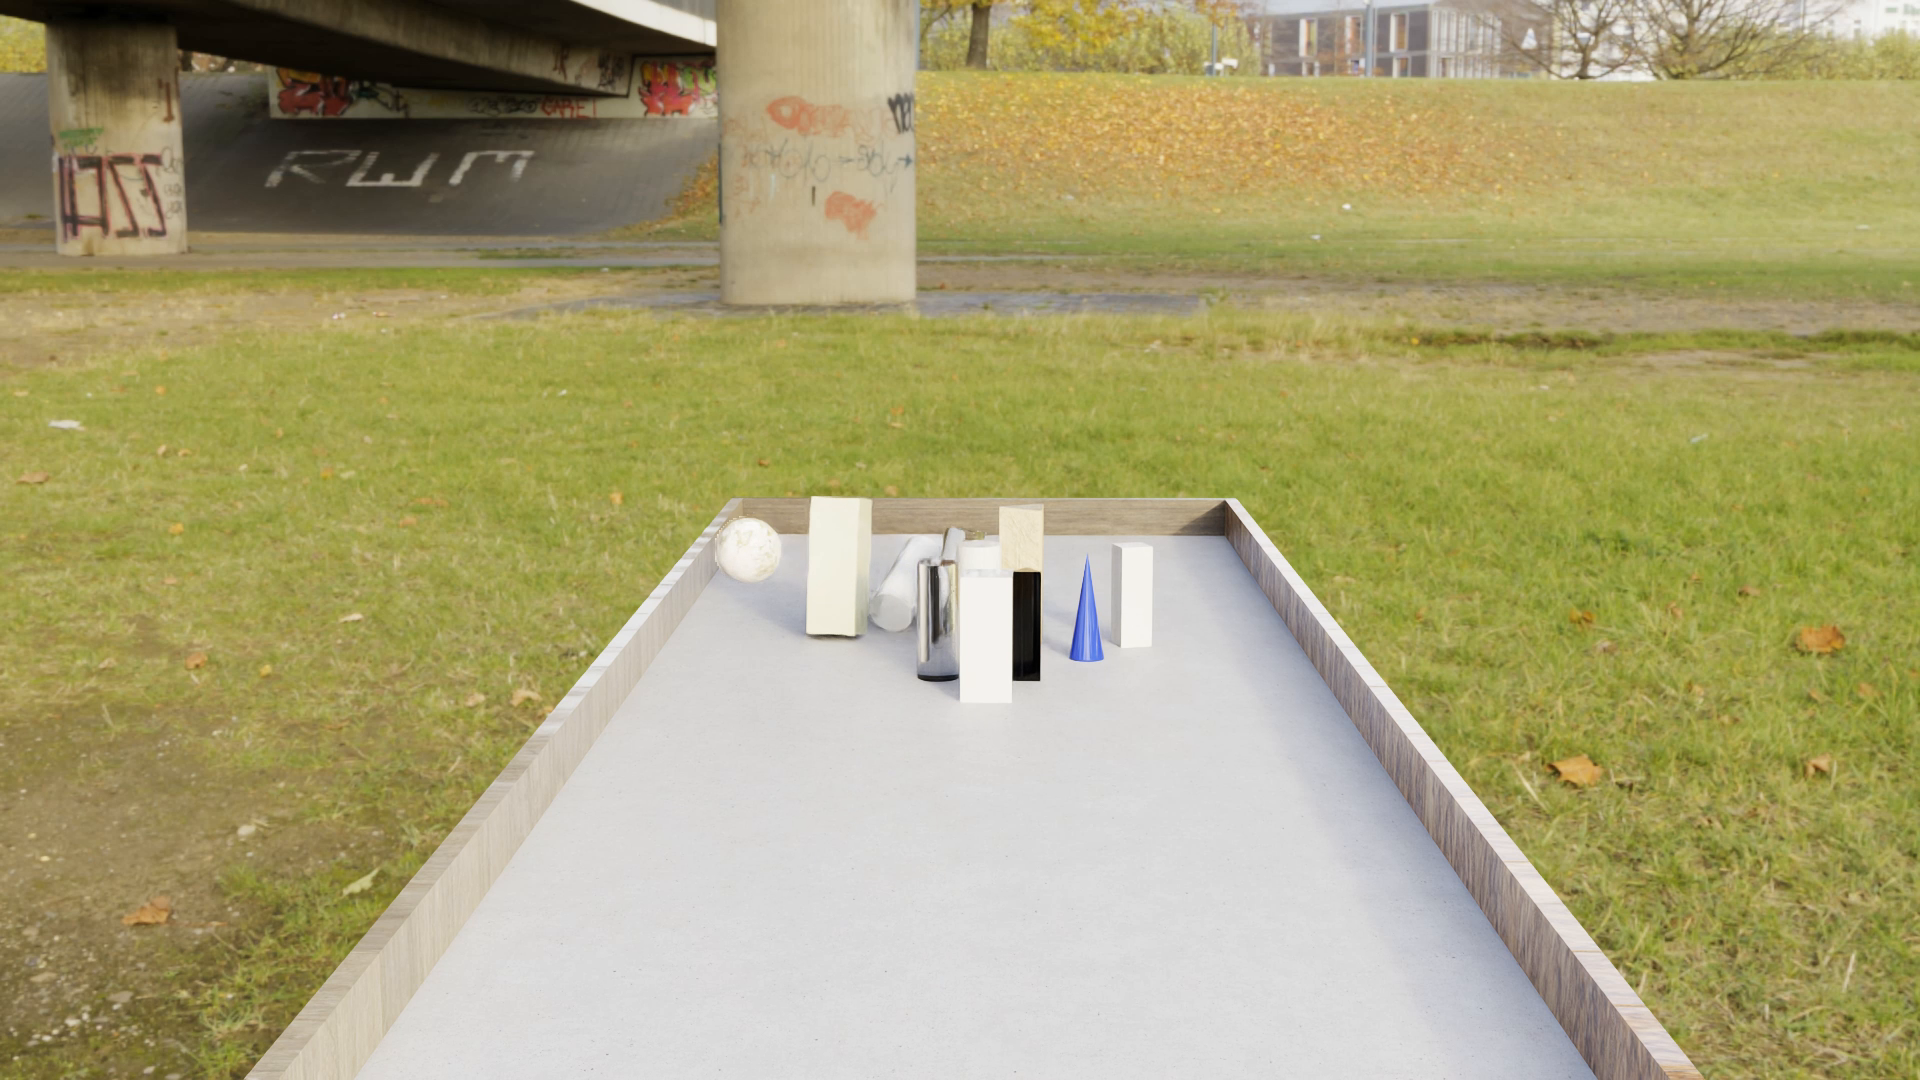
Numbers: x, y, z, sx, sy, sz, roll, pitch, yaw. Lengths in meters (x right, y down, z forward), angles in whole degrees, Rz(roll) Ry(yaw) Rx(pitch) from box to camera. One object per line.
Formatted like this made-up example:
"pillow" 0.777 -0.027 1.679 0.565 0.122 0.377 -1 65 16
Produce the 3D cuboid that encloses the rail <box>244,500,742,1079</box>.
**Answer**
"rail" -1.004 0.839 3.234 0.050 0.150 12.000 0 9 1

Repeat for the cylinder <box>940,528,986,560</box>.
"cylinder" -0.008 0.136 7.007 0.131 0.337 0.131 9 -1 0

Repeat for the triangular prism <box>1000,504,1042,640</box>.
"triangular prism" 0.225 0.106 6.968 0.153 0.430 0.133 6 11 34

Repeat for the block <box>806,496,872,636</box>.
"block" -0.386 0.083 7.038 0.158 0.433 0.158 2 0 13

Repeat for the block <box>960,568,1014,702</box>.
"block" 0.076 0.268 6.186 0.144 0.354 0.144 0 9 3

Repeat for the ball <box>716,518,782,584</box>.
"ball" -0.666 0.033 6.944 0.206 0.206 0.206 0 9 0

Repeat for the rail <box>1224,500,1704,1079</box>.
"rail" 1.046 0.843 3.208 0.050 0.150 12.000 0 9 1

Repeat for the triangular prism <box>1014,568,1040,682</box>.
"triangular prism" 0.193 0.246 6.425 0.087 0.324 0.075 1 9 4

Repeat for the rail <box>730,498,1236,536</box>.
"rail" 0.099 -0.098 9.147 2.100 0.150 0.050 0 9 1

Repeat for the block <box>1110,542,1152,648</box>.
"block" 0.539 0.172 6.914 0.100 0.316 0.100 -2 9 -15

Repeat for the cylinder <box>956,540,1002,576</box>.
"cylinder" 0.056 0.187 6.706 0.140 0.353 0.140 0 9 0

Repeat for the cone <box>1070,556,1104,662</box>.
"cone" 0.387 0.199 6.702 0.108 0.329 0.108 0 9 0

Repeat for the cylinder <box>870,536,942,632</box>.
"cylinder" -0.172 0.142 7.223 0.146 0.146 0.346 3 34 19

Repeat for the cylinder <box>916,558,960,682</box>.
"cylinder" -0.064 0.234 6.437 0.123 0.342 0.123 0 9 0
